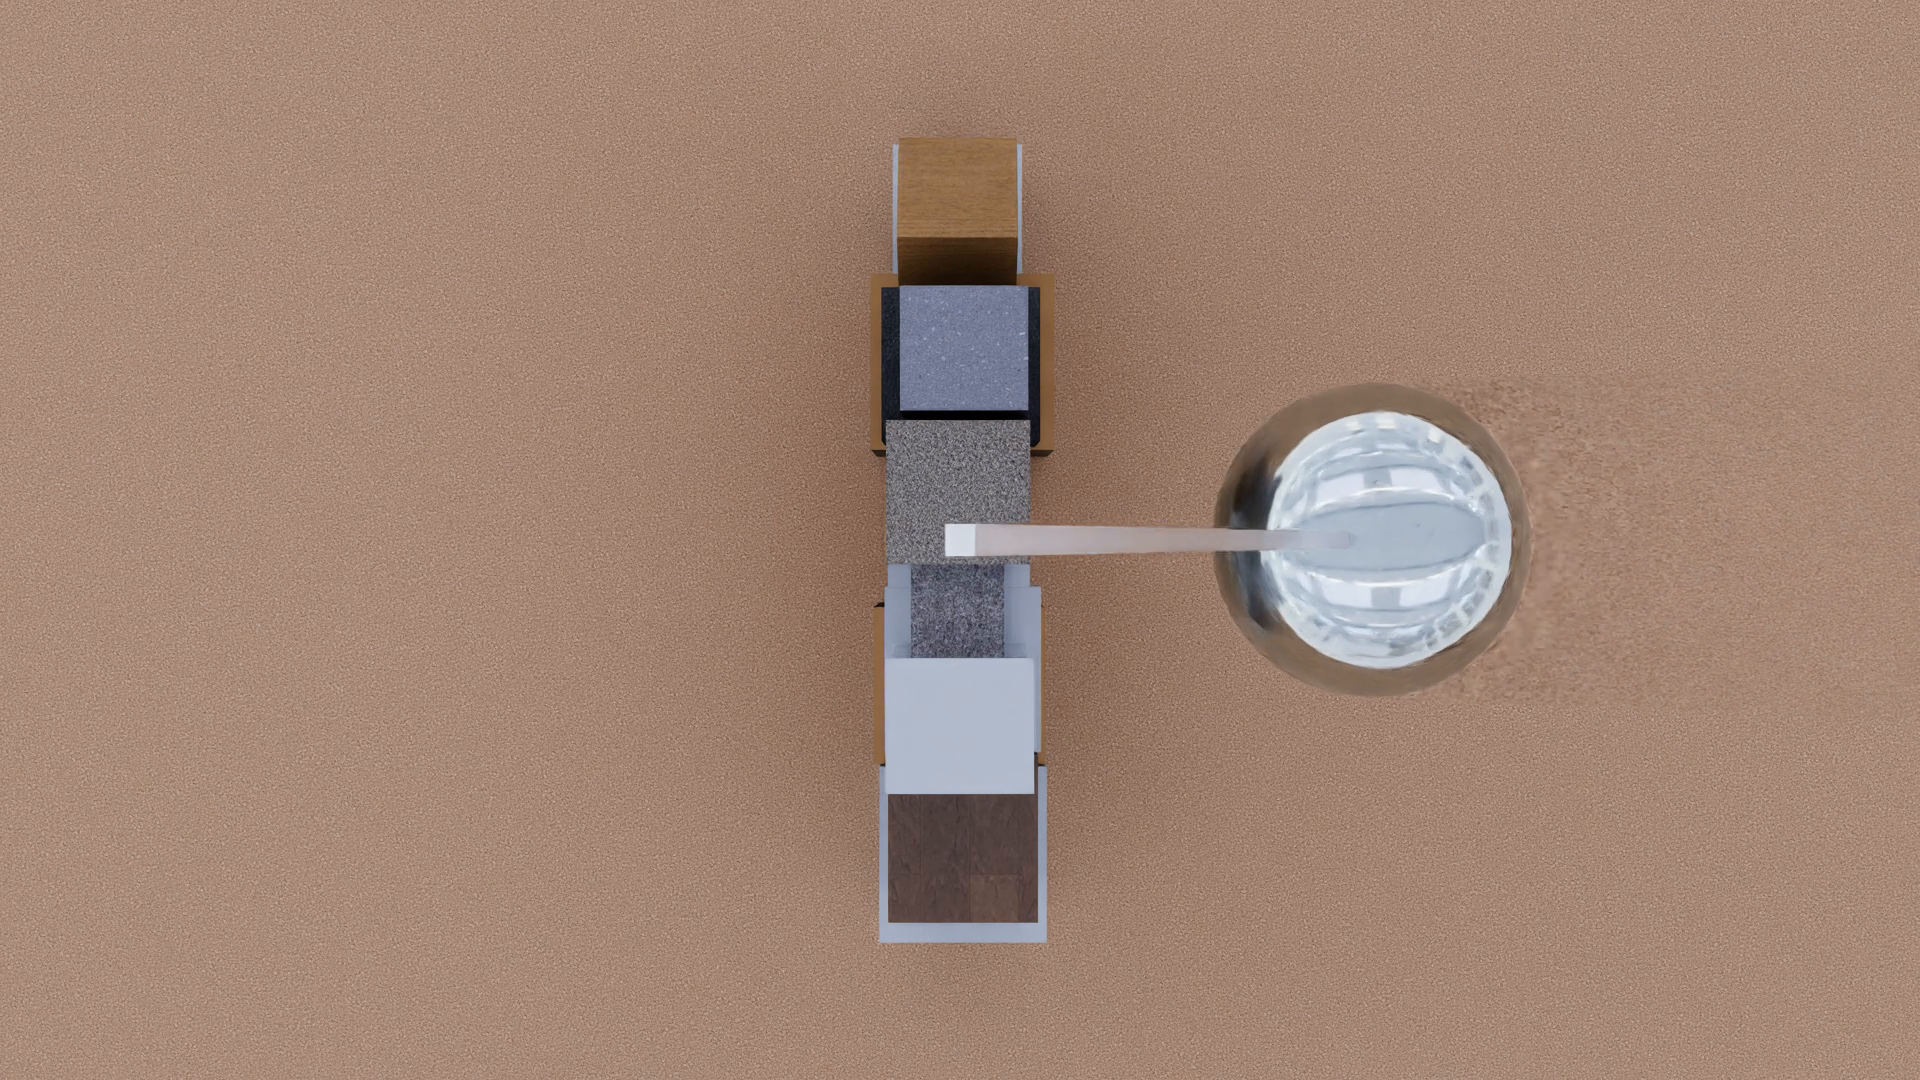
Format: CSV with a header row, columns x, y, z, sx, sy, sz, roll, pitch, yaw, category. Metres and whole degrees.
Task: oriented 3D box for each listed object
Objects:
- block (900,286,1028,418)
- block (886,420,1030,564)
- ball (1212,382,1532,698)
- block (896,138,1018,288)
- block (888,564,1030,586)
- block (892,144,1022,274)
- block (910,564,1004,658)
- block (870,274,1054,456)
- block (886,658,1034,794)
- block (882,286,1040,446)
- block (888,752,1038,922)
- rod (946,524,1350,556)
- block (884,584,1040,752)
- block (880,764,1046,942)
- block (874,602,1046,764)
x,y,z,sx,sy,sz,roll,pitch,yaw,category
0.020,-0.924,10.905,0.617,0.659,0.599,0,90,0,block
-0.009,-0.249,10.908,0.693,0.682,0.694,0,93,0,block
2.074,0.000,11.138,1.600,1.600,1.600,0,90,0,ball
-0.013,-1.735,11.847,0.634,0.550,0.648,0,62,0,block
-0.005,-0.133,11.650,0.727,0.744,0.726,0,92,0,block
-0.015,-1.832,12.621,0.720,0.758,0.736,0,90,0,block
-0.012,0.334,11.048,0.459,0.489,0.476,0,92,0,block
0.013,-0.973,12.505,1.005,0.989,0.961,0,90,0,block
-0.002,0.908,10.866,0.709,0.684,0.647,0,87,0,block
0.004,-0.900,11.623,0.812,0.776,0.785,0,90,0,block
0.015,1.524,11.609,0.765,0.821,0.852,0,90,0,block
0.899,0.000,7.948,0.080,5.200,0.080,0,90,20,rod
0.014,0.665,11.695,0.804,0.787,0.849,0,90,0,block
0.017,1.720,12.510,0.913,0.981,0.960,0,90,0,block
-0.004,0.799,12.544,0.945,0.912,0.860,0,90,0,block
